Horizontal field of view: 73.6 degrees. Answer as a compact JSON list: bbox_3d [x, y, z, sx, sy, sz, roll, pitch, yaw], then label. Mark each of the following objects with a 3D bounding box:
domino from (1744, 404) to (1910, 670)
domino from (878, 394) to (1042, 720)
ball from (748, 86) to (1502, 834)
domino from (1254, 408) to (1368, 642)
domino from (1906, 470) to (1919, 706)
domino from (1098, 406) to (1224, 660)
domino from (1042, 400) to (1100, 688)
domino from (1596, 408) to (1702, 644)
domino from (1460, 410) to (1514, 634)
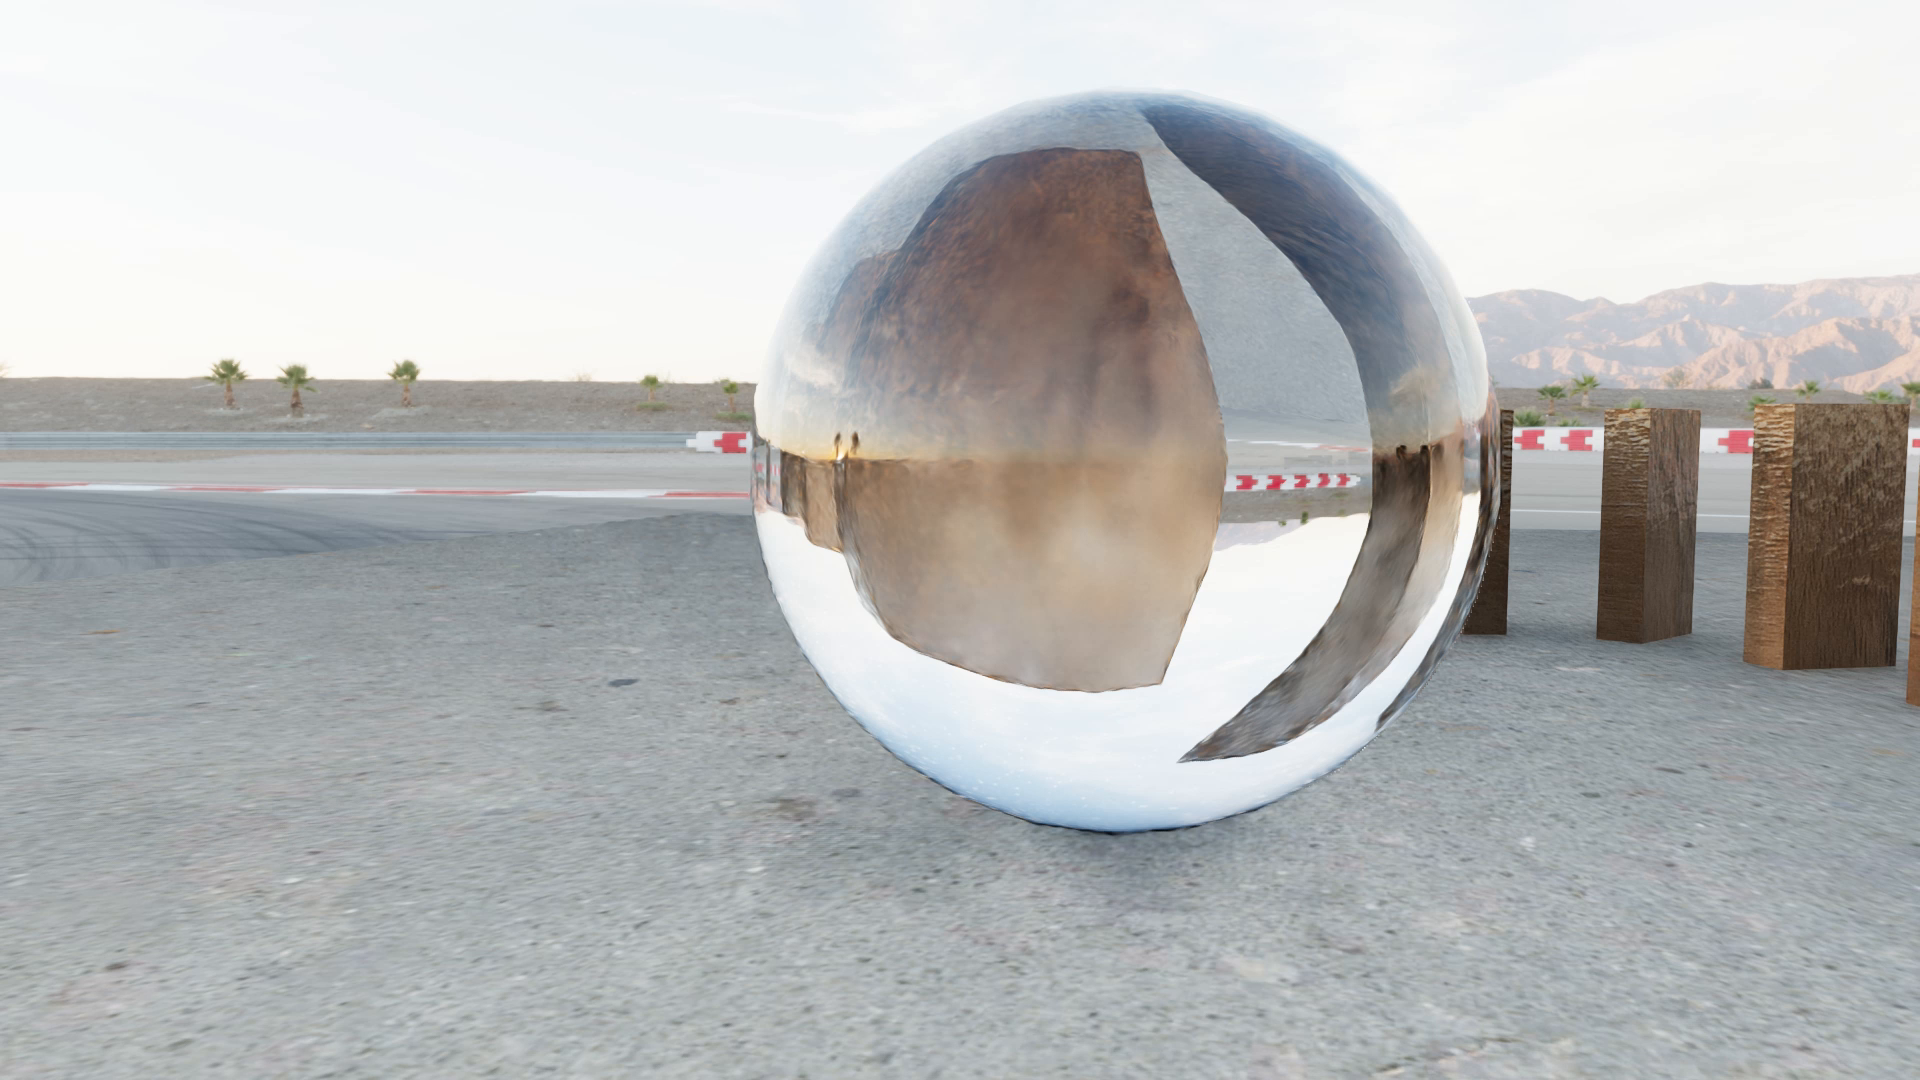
[{"bbox_3d":[0.166,-0.001,0.246,0.025,0.050,0.010,-1,4,-10],"label":"domino"},{"bbox_3d":[0.000,0.002,0.201,0.025,0.050,0.009,0,4,0],"label":"domino"},{"bbox_3d":[0.017,-0.008,0.143,0.080,0.080,0.080,0,4,0],"label":"ball"},{"bbox_3d":[0.078,-0.004,0.287,0.009,0.050,0.025,-2,5,-25],"label":"domino"},{"bbox_3d":[0.168,0.002,0.204,0.025,0.050,0.009,0,4,3],"label":"domino"},{"bbox_3d":[0.041,-0.002,0.264,0.009,0.050,0.025,-4,6,-40],"label":"domino"},{"bbox_3d":[0.012,0.000,0.233,0.025,0.050,0.009,3,5,35],"label":"domino"},{"bbox_3d":[0.152,-0.004,0.283,0.025,0.050,0.009,-3,5,-38],"label":"domino"},{"bbox_3d":[0.117,-0.005,0.297,0.009,0.050,0.025,0,4,0],"label":"domino"}]
